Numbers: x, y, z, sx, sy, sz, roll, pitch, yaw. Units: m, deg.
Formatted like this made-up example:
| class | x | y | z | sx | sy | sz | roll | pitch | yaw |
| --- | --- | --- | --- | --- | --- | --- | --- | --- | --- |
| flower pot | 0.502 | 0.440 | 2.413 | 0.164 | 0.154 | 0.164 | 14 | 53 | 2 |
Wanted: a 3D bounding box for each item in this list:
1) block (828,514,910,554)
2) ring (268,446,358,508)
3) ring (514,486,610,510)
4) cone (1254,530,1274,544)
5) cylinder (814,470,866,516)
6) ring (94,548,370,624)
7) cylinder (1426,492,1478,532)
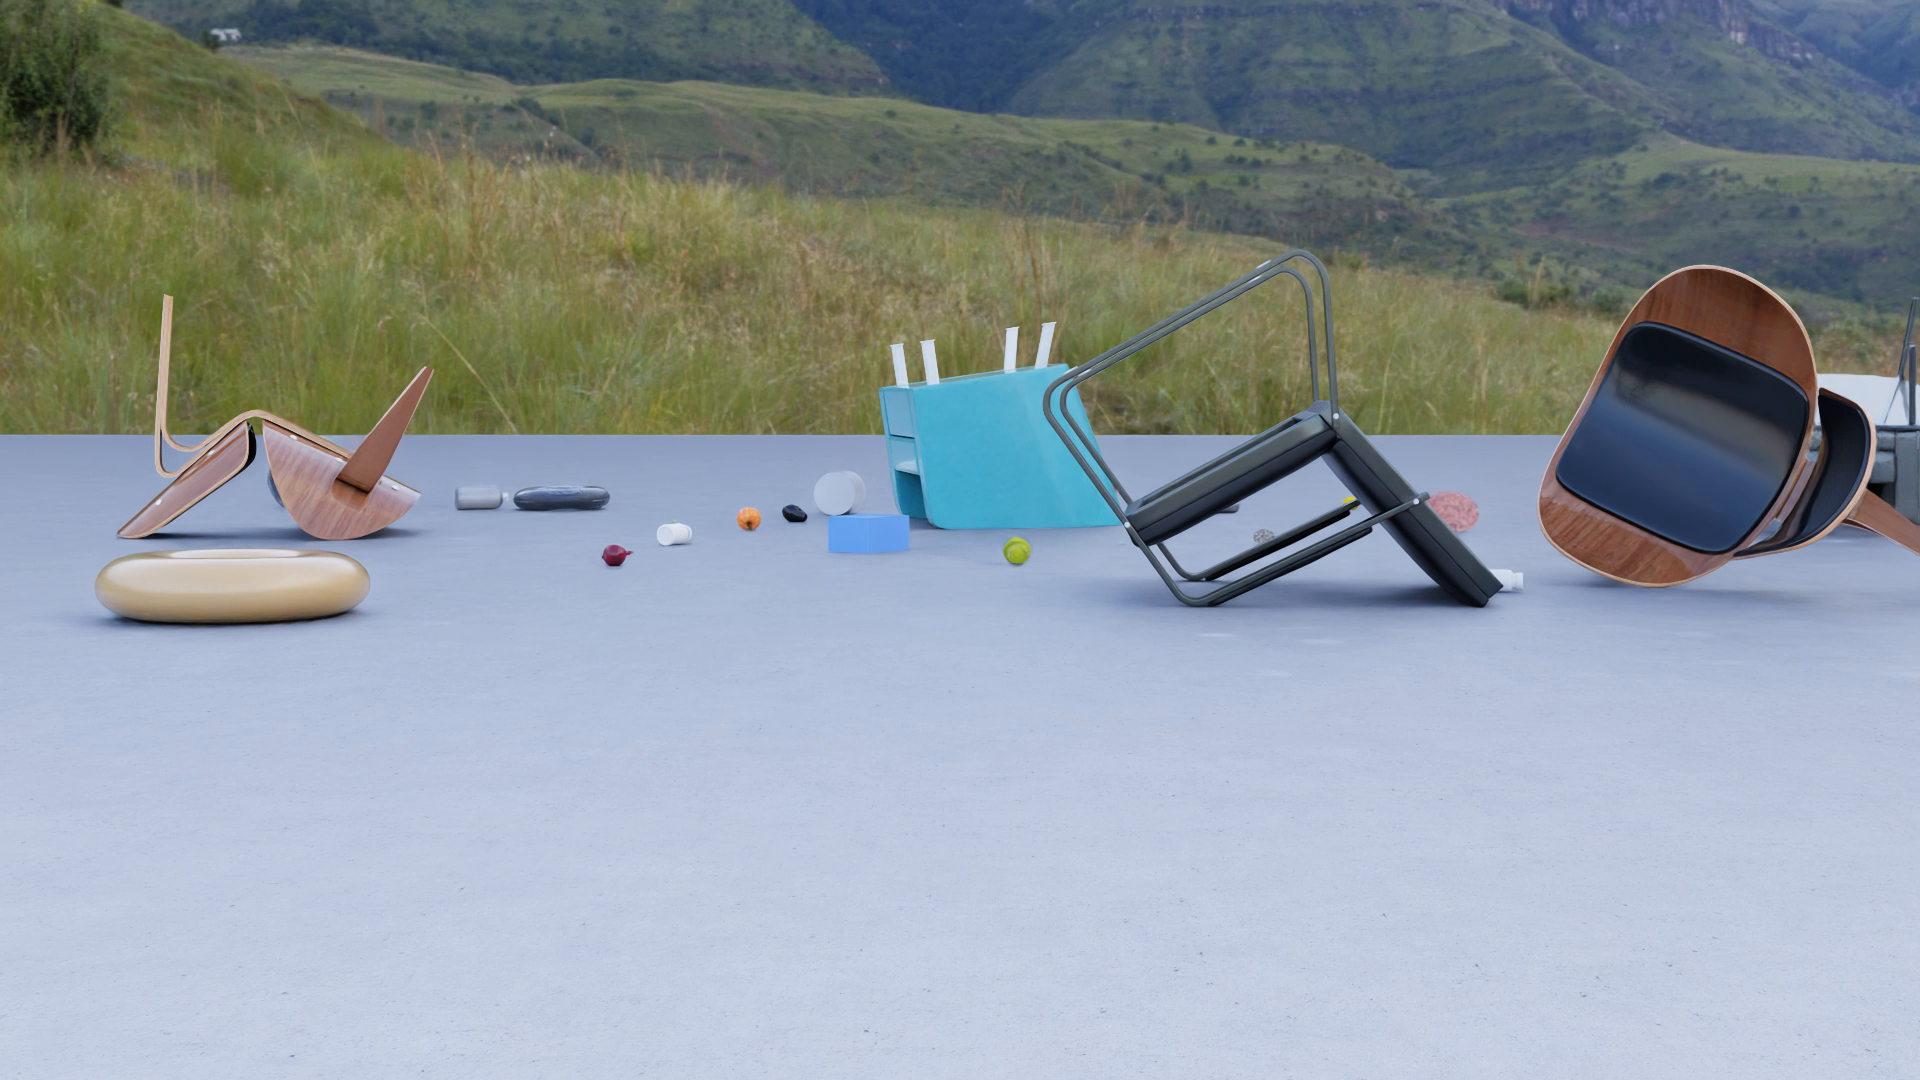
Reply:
| class | x | y | z | sx | sy | sz | roll | pitch | yaw |
| --- | --- | --- | --- | --- | --- | --- | --- | --- | --- |
| block | -0.253 | -0.019 | 6.125 | 0.143 | 0.096 | 0.181 | 3 | 5 | 36 |
| ring | -2.441 | -0.234 | 8.299 | 0.316 | 0.178 | 0.380 | -18 | -1 | 10 |
| ring | -1.494 | -0.157 | 8.252 | 0.358 | 0.082 | 0.402 | 0 | 4 | 4 |
| cone | 0.881 | 0.000 | 6.385 | 0.062 | 0.047 | 0.063 | -2 | -17 | 6 |
| cylinder | -0.431 | -0.170 | 7.895 | 0.150 | 0.155 | 0.175 | 19 | 7 | 8 |
| ring | -1.439 | 0.088 | 4.364 | 0.522 | 0.125 | 0.506 | -1 | 3 | -25 |
| cylinder | 1.563 | -0.091 | 6.987 | 0.131 | 0.120 | 0.164 | 18 | 4 | -1 |
